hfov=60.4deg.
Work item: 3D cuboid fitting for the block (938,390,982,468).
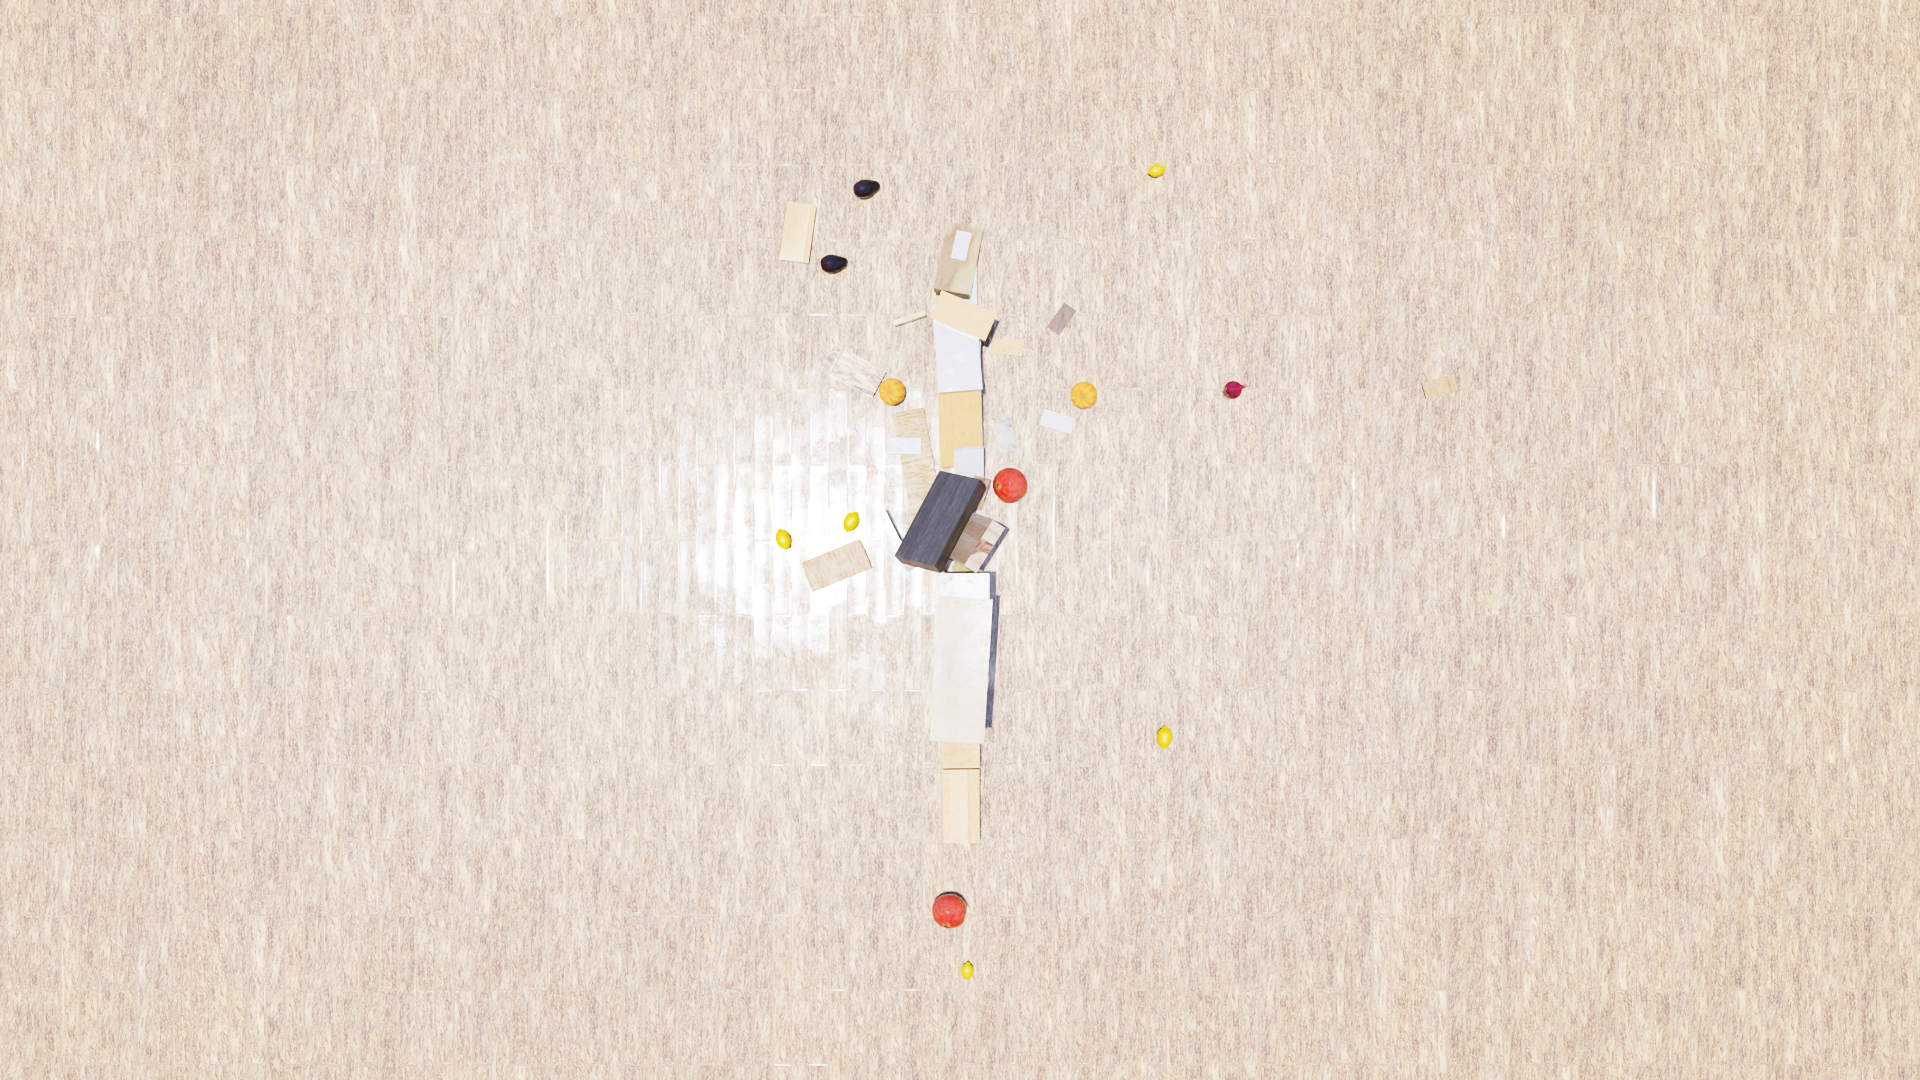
[{"bbox_3d":[0.002,-0.385,5.437,0.142,0.040,0.283,-2,108,1],"label":"block"}]

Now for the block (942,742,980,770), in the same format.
[{"bbox_3d":[0.004,0.634,5.457,0.121,0.034,0.242,-1,77,0],"label":"block"}]

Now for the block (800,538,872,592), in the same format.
[{"bbox_3d":[-0.411,0.085,5.485,0.213,0.030,0.107,-22,90,0],"label":"block"}]

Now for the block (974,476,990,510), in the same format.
[{"bbox_3d":[0.058,-0.156,5.445,0.054,0.015,0.108,15,107,-10],"label":"block"}]

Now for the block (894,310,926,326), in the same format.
[{"bbox_3d":[-0.167,-0.734,5.473,0.109,0.054,0.015,-18,90,0],"label":"block"}]

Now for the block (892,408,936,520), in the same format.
[{"bbox_3d":[-0.131,-0.198,5.485,0.107,0.030,0.471,-11,90,0],"label":"block"}]

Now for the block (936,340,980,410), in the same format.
[{"bbox_3d":[-0.004,-0.569,5.433,0.142,0.040,0.283,1,103,0],"label":"block"}]

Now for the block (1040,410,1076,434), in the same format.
[{"bbox_3d":[0.324,-0.394,5.492,0.109,0.015,0.054,17,90,0],"label":"block"}]

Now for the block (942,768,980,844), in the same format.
[{"bbox_3d":[0.004,0.877,5.449,0.121,0.034,0.242,-1,90,0],"label":"block"}]

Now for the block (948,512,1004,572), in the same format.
[{"bbox_3d":[0.032,0.000,5.305,0.047,0.334,0.167,33,87,-17],"label":"block"}]

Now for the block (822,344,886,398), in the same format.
[{"bbox_3d":[-0.353,-0.562,5.486,0.194,0.027,0.097,28,90,0],"label":"block"}]

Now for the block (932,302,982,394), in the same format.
[{"bbox_3d":[-0.009,-0.623,5.359,0.142,0.040,0.284,-5,87,0],"label":"block"}]

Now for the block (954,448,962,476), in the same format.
[{"bbox_3d":[0.016,-0.236,5.454,0.071,0.020,0.141,-1,122,0],"label":"block"}]

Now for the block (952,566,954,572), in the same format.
[{"bbox_3d":[0.001,0.118,5.447,0.056,0.113,0.016,-1,120,0],"label":"block"}]

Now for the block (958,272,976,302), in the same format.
[{"bbox_3d":[-0.005,-0.792,5.483,0.120,0.034,0.240,0,90,0],"label":"block"}]

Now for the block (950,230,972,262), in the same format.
[{"bbox_3d":[0.004,-0.968,5.438,0.050,0.014,0.100,12,76,3],"label":"block"}]

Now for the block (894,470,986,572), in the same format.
[{"bbox_3d":[-0.064,-0.061,5.367,0.167,0.047,0.334,14,67,35],"label":"block"}]

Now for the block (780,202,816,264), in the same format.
[{"bbox_3d":[-0.538,-1.021,5.486,0.097,0.027,0.193,8,90,0],"label":"block"}]

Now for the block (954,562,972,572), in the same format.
[{"bbox_3d":[0.008,0.058,5.465,0.056,0.016,0.113,-1,60,0],"label":"block"}]

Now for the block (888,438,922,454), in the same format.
[{"bbox_3d":[-0.183,-0.311,5.462,0.108,0.015,0.054,1,90,0],"label":"block"}]

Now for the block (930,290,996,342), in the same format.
[{"bbox_3d":[0.011,-0.723,5.330,0.194,0.027,0.097,23,87,1],"label":"block"}]

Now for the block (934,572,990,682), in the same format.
[{"bbox_3d":[0.006,0.272,5.138,0.169,0.048,0.338,0,90,0],"label":"block"}]

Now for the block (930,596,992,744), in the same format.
[{"bbox_3d":[0.003,0.399,5.090,0.167,0.047,0.444,4,90,0],"label":"block"}]

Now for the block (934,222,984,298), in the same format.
[{"bbox_3d":[-0.005,-0.924,5.451,0.120,0.034,0.240,10,76,3],"label":"block"}]

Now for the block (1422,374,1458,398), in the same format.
[{"bbox_3d":[1.596,-0.510,5.492,0.109,0.015,0.054,-16,90,0],"label":"block"}]

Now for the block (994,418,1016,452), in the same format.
[{"bbox_3d":[0.151,-0.348,5.492,0.054,0.015,0.108,-10,90,0],"label":"block"}]

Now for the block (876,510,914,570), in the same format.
[{"bbox_3d":[-0.211,0.001,5.447,0.030,0.107,0.213,-27,90,0],"label":"block"}]

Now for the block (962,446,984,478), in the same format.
[{"bbox_3d":[0.042,-0.242,5.426,0.071,0.020,0.141,-1,122,0],"label":"block"}]

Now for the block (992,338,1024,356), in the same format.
[{"bbox_3d":[0.159,-0.641,5.493,0.100,0.014,0.050,5,90,0],"label":"block"}]

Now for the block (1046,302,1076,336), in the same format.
[{"bbox_3d":[0.338,-0.736,5.493,0.050,0.014,0.100,35,90,0],"label":"block"}]
